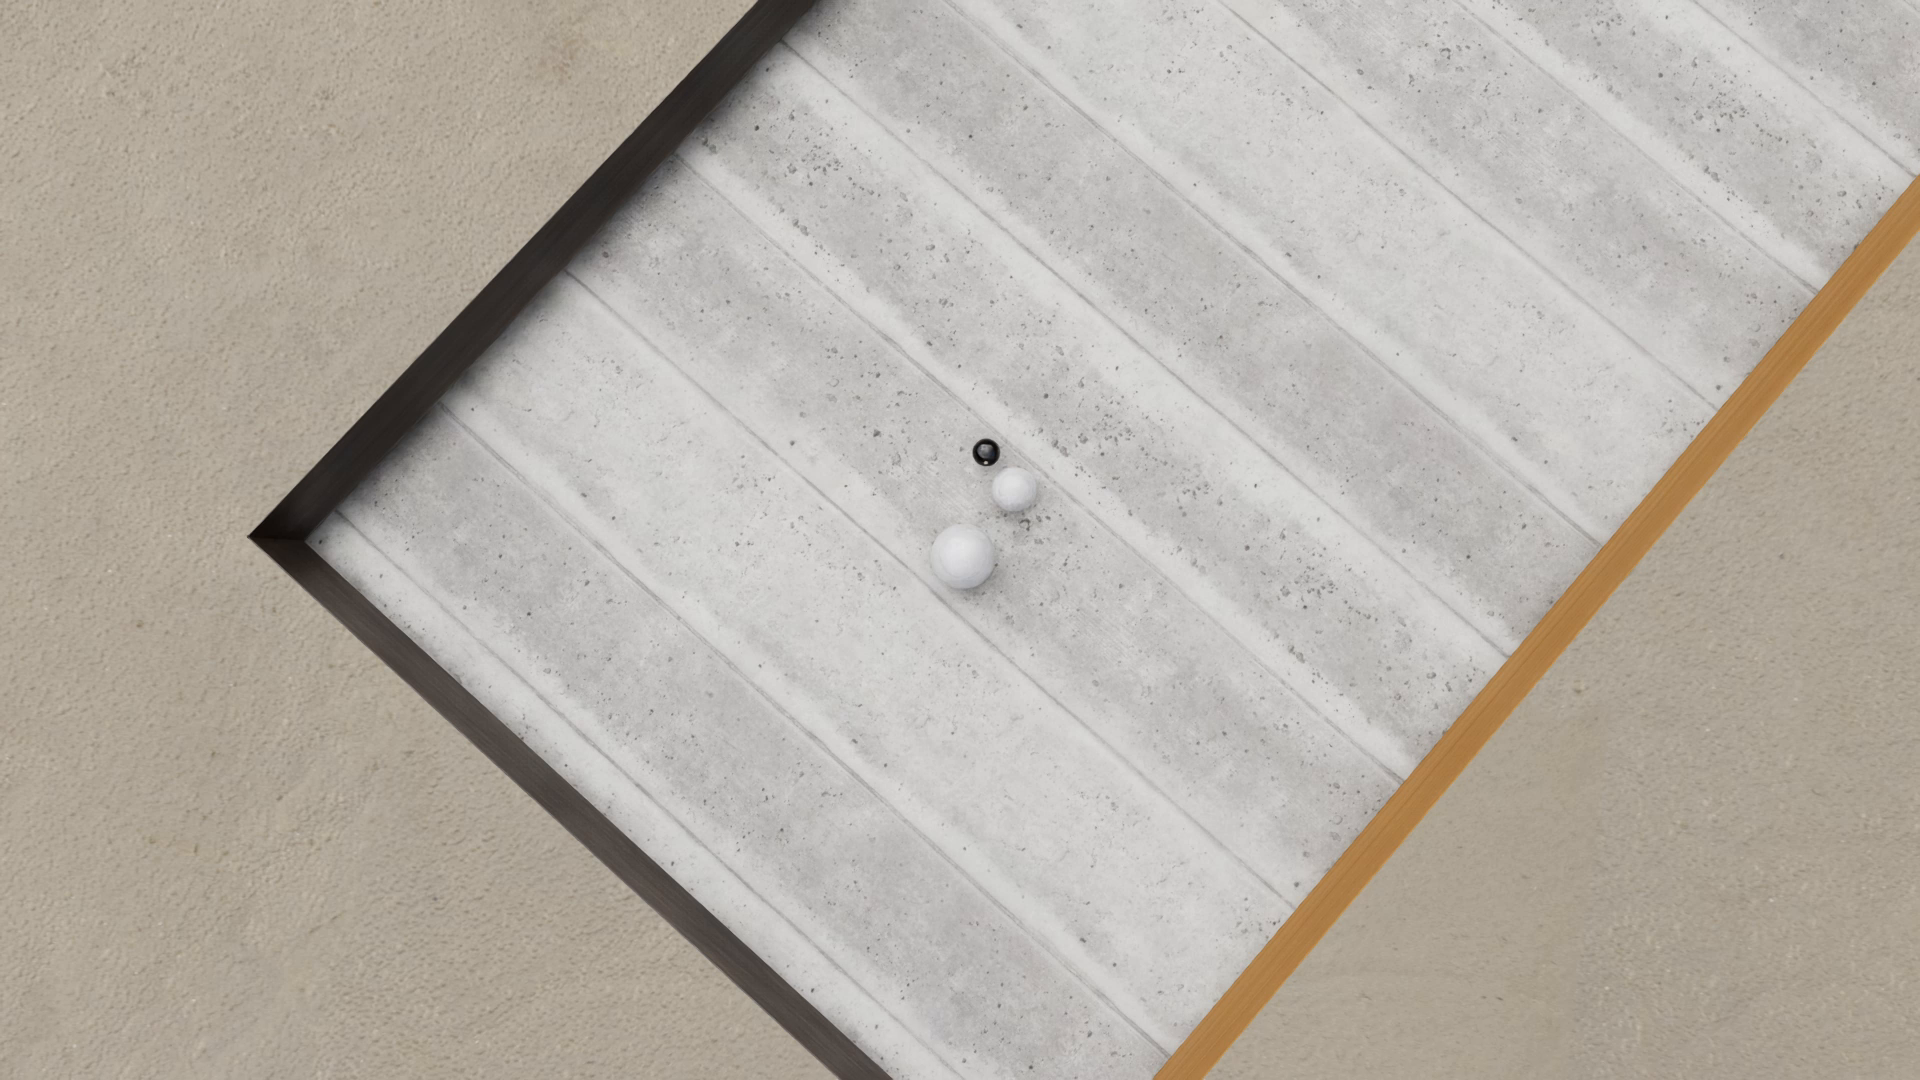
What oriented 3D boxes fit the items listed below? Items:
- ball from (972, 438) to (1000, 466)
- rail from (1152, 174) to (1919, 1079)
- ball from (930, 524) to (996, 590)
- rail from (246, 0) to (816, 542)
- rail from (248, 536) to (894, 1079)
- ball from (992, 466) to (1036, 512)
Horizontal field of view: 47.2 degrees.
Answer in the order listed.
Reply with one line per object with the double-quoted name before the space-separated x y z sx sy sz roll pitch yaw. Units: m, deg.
"ball" 0.040 -0.132 3.316 0.043 0.043 0.043 0 80 0
"rail" 1.017 -0.031 3.255 0.045 0.126 2.775 41 83 6
"ball" 0.005 0.024 3.262 0.097 0.097 0.097 0 80 0
"rail" -0.098 -1.004 3.420 0.045 0.126 2.775 41 83 6
"rail" -0.444 0.490 3.167 1.536 0.126 0.045 41 83 6
"ball" 0.081 -0.076 3.294 0.068 0.068 0.068 0 80 0
